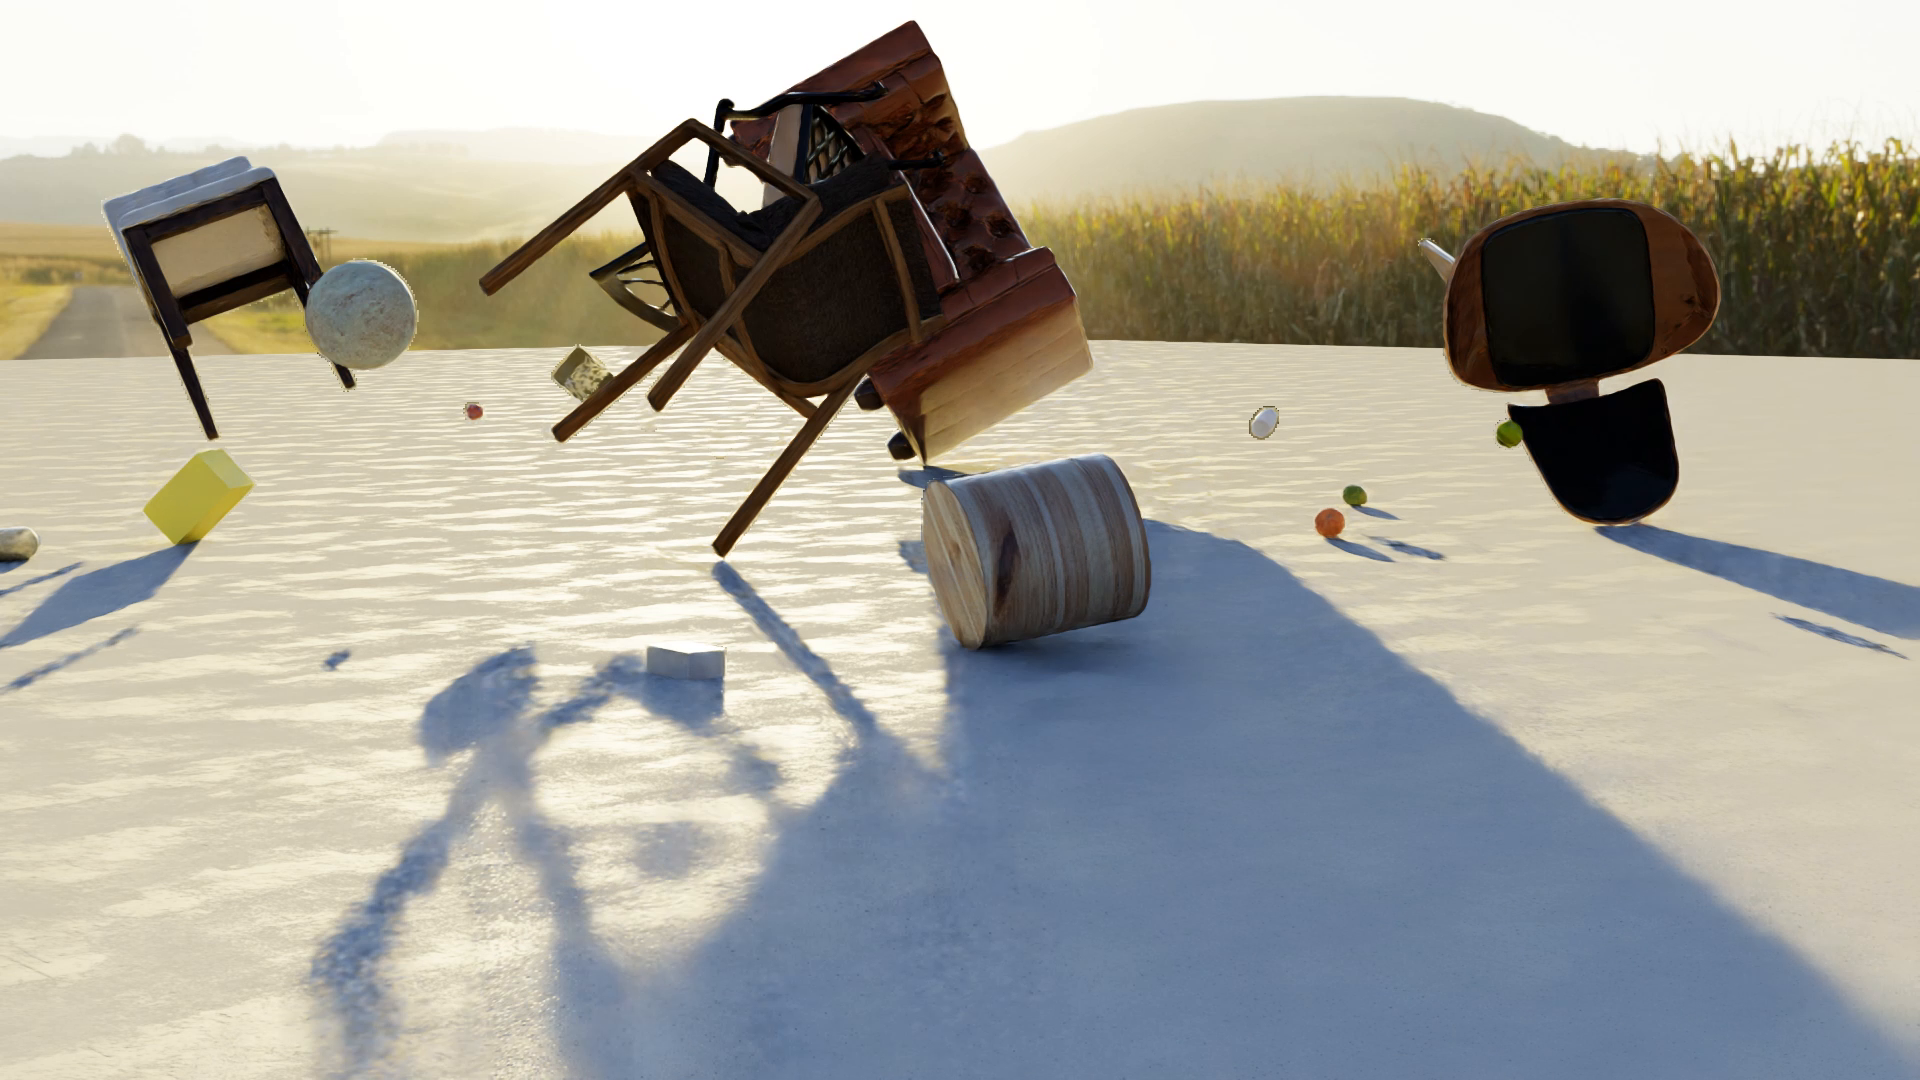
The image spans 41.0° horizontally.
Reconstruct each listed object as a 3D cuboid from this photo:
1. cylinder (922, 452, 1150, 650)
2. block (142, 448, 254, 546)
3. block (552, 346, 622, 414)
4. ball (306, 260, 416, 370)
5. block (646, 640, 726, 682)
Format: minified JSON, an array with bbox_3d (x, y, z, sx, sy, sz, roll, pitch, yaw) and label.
[{"bbox_3d":[0.134,0.018,4.576,0.312,0.314,0.273,-11,-26,-19],"label":"cylinder"},{"bbox_3d":[-1.880,-0.107,6.339,0.202,0.121,0.157,-44,0,9],"label":"block"},{"bbox_3d":[-1.017,-0.437,6.996,0.131,0.110,0.098,38,-3,44],"label":"block"},{"bbox_3d":[-1.376,-0.516,5.895,0.249,0.249,0.249,0,6,0],"label":"ball"},{"bbox_3d":[-0.454,0.200,4.248,0.074,0.047,0.124,-5,8,-39],"label":"block"}]
